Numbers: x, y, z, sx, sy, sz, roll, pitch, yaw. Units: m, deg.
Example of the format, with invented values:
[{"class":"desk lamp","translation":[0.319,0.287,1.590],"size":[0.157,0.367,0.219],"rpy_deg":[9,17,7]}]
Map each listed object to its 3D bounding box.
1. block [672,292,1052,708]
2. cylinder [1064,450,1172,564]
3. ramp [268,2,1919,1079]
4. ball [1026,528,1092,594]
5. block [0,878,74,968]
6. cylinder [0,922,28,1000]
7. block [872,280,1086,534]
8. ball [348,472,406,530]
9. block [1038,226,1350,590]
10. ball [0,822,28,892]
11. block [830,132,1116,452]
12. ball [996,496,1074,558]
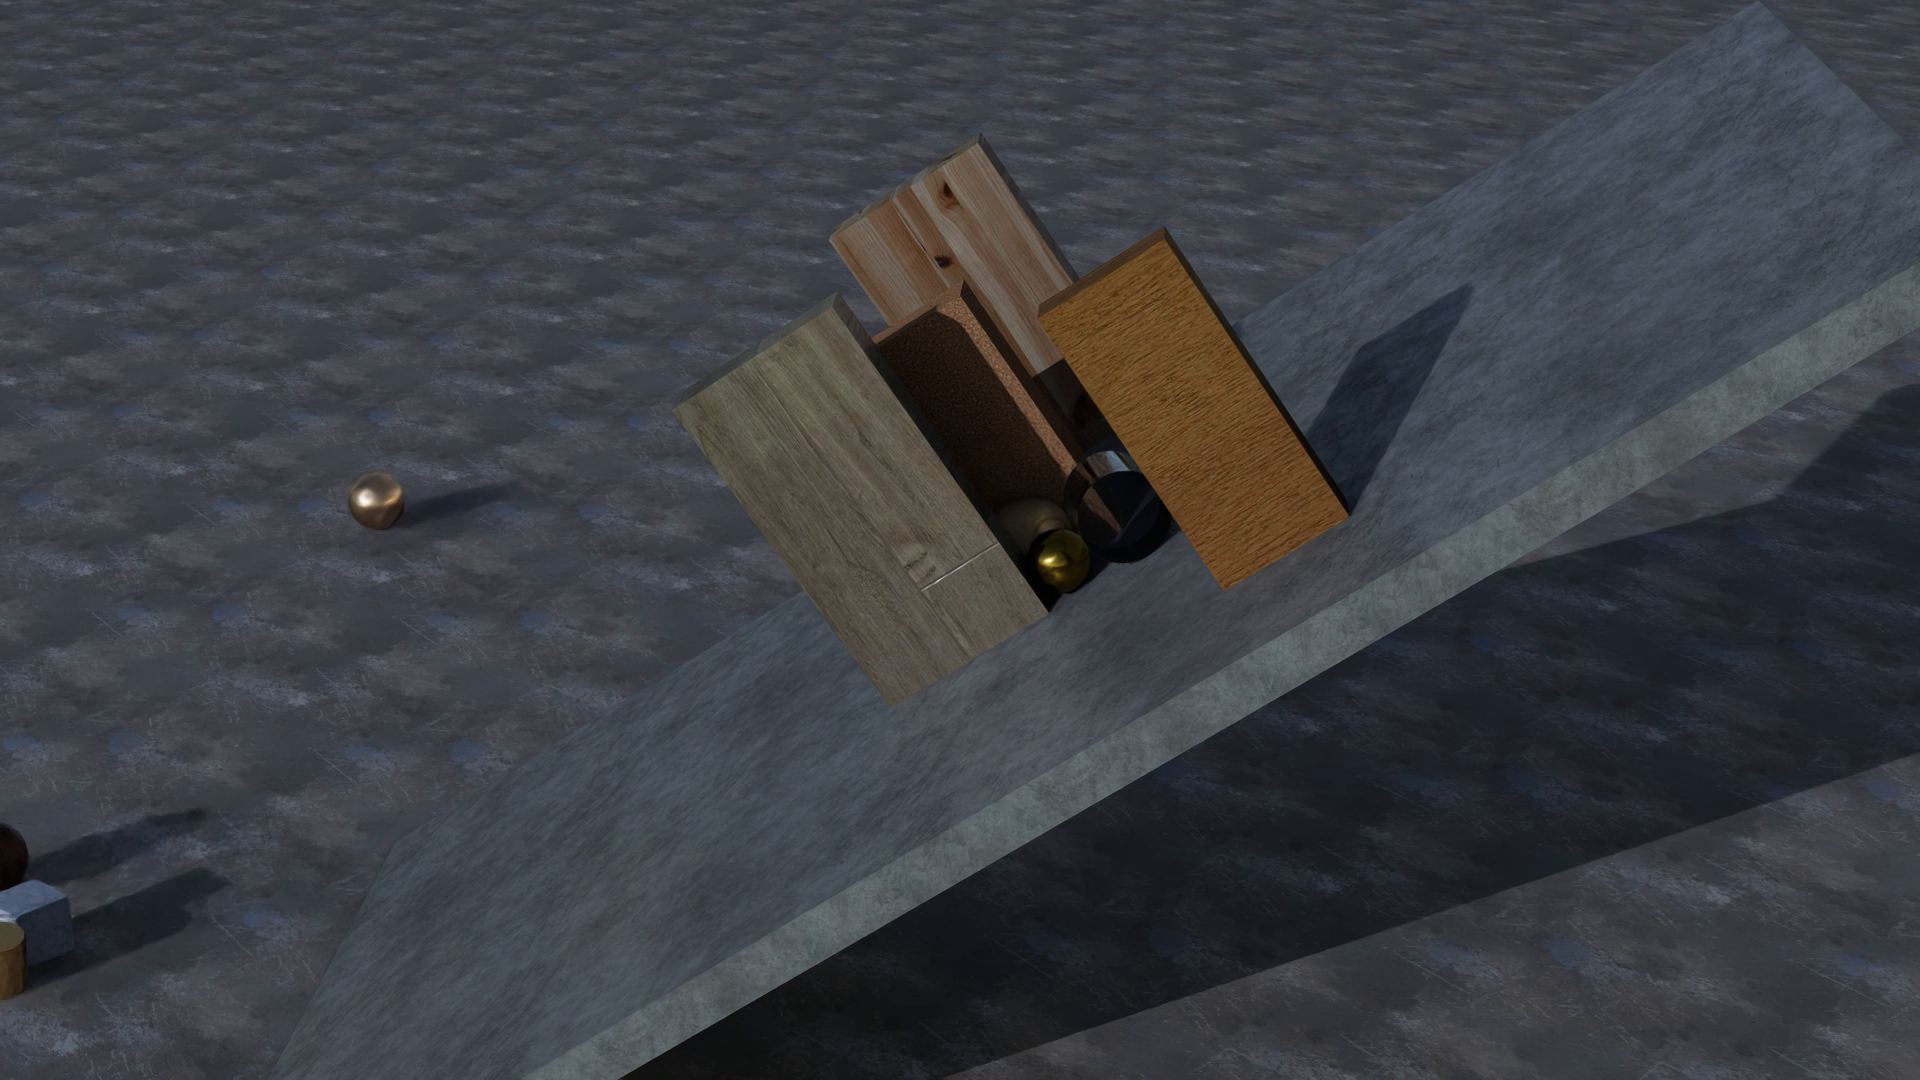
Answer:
[{"class":"block","translation":[-0.196,-0.076,6.071],"size":[0.399,0.784,0.114],"rpy_deg":[-32,16,14]},{"class":"cylinder","translation":[0.323,-0.069,6.068],"size":[0.194,0.194,0.194],"rpy_deg":[-2,14,-6]},{"class":"ramp","translation":[0.138,0.172,6.300],"size":[4.000,0.100,2.000],"rpy_deg":[-32,16,14]},{"class":"ball","translation":[0.206,0.043,6.091],"size":[0.135,0.135,0.135],"rpy_deg":[0,21,0]},{"class":"block","translation":[-2.314,0.954,7.312],"size":[0.147,0.147,0.147],"rpy_deg":[17,27,37]},{"class":"cylinder","translation":[-2.333,1.021,7.129],"size":[0.138,0.138,0.138],"rpy_deg":[4,25,-2]},{"class":"block","translation":[-0.006,-0.187,6.343],"size":[0.433,0.603,0.128],"rpy_deg":[-32,16,14]},{"class":"ball","translation":[-2.006,-0.134,10.112],"size":[0.195,0.195,0.195],"rpy_deg":[0,21,0]},{"class":"block","translation":[0.437,-0.241,5.485],"size":[0.277,0.638,0.094],"rpy_deg":[-32,16,14]},{"class":"ball","translation":[-2.507,0.822,7.586],"size":[0.200,0.200,0.200],"rpy_deg":[0,21,0]},{"class":"block","translation":[0.083,-0.520,6.872],"size":[0.415,0.751,0.112],"rpy_deg":[-32,16,14]},{"class":"ball","translation":[0.151,-0.001,6.235],"size":[0.185,0.185,0.185],"rpy_deg":[0,21,0]}]
